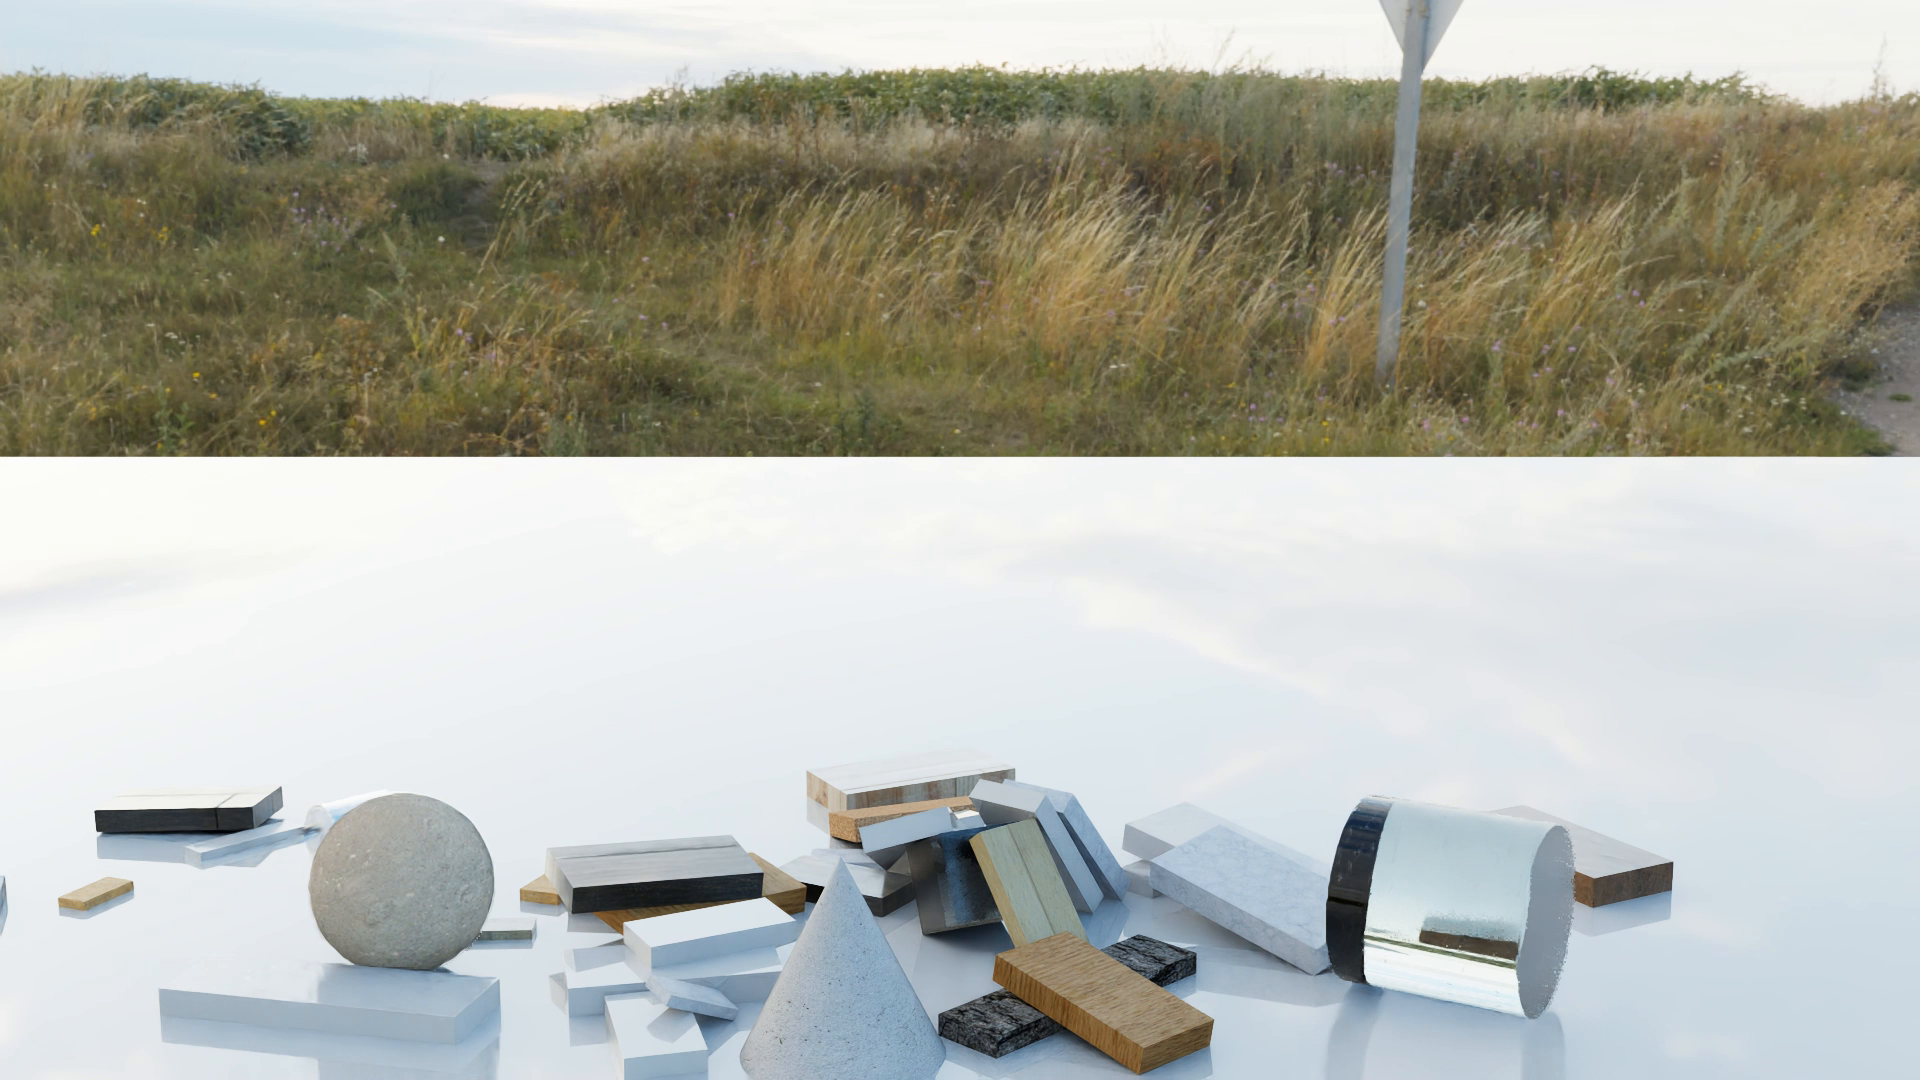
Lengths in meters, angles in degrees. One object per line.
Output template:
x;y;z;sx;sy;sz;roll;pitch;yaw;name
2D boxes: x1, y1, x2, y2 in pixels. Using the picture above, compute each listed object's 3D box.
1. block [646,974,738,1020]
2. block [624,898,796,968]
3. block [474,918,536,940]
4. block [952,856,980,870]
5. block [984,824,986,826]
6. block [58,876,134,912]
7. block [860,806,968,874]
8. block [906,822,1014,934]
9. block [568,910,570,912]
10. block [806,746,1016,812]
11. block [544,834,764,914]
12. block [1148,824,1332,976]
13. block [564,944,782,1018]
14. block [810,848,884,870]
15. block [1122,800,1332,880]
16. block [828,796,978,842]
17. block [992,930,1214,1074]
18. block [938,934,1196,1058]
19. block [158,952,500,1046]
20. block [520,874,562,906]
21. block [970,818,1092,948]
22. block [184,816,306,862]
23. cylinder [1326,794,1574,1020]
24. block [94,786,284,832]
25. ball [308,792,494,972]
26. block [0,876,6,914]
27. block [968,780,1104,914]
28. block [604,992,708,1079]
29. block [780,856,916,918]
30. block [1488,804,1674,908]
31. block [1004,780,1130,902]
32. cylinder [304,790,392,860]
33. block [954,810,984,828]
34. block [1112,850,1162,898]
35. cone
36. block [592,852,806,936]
-0.381;0.651;3.127;0.125;0.018;0.063;24;3;-41;block
-0.378;0.592;3.324;0.232;0.033;0.116;-6;12;-28;block
-0.731;0.616;3.484;0.112;0.016;0.056;-1;11;-3;block
0.066;0.538;3.874;0.194;0.028;0.097;-6;12;-29;block
0.099;0.512;3.861;0.097;0.028;0.194;6;12;30;block
-1.432;0.586;3.647;0.056;0.016;0.112;4;11;22;block
-0.067;0.497;3.615;0.145;0.041;0.291;-15;-17;3;block
0.018;0.533;3.464;0.140;0.140;0.140;-5;-14;-26;block
-0.574;0.581;3.605;0.141;0.020;0.071;-8;6;-9;block
-0.094;0.463;4.213;0.358;0.051;0.179;-6;12;-28;block
-0.487;0.531;3.505;0.311;0.044;0.156;-1;16;-26;block
0.480;0.562;3.467;0.168;0.048;0.337;-20;31;-39;block
-0.426;0.644;3.259;0.311;0.044;0.156;-2;11;-12;block
-0.187;0.555;3.801;0.143;0.020;0.072;0;11;2;block
0.456;0.537;3.679;0.337;0.048;0.168;21;22;39;block
-0.074;0.500;3.958;0.292;0.041;0.146;-4;-1;-22;block
0.200;0.648;3.103;0.145;0.041;0.291;-9;24;-42;block
0.163;0.660;3.205;0.113;0.032;0.439;10;15;44;block
-0.910;0.660;3.178;0.461;0.041;0.146;2;11;13;block
-0.671;0.576;3.688;0.071;0.020;0.141;4;11;19;block
0.109;0.545;3.367;0.113;0.226;0.032;-9;-23;-40;block
-1.251;0.531;3.946;0.056;0.016;0.273;9;14;41;block
0.718;0.532;3.209;0.279;0.279;0.279;6;12;30;cylinder
-1.412;0.493;4.035;0.293;0.041;0.146;-2;9;4;block
-0.840;0.518;3.313;0.272;0.272;0.272;0;11;0;ball
-1.775;0.596;3.545;0.426;0.033;0.116;-3;11;-18;block
0.124;0.495;3.543;0.132;0.264;0.037;8;50;38;block
-0.425;0.686;3.063;0.113;0.032;0.226;-3;11;-15;block
-0.196;0.575;3.660;0.232;0.033;0.116;6;12;30;block
1.029;0.541;3.794;0.179;0.051;0.358;-6;12;-28;block
0.170;0.491;3.593;0.132;0.264;0.037;8;55;36;block
-1.040;0.504;3.786;0.126;0.126;0.126;-10;15;-44;cylinder
-0.064;0.504;3.821;0.194;0.028;0.097;-9;0;-15;block
0.364;0.551;3.778;0.132;0.037;0.264;10;15;43;block
-0.161;0.568;3.006;0.285;0.285;0.285;0;11;0;cone
-0.420;0.576;3.536;0.311;0.044;0.156;-6;19;-40;block
